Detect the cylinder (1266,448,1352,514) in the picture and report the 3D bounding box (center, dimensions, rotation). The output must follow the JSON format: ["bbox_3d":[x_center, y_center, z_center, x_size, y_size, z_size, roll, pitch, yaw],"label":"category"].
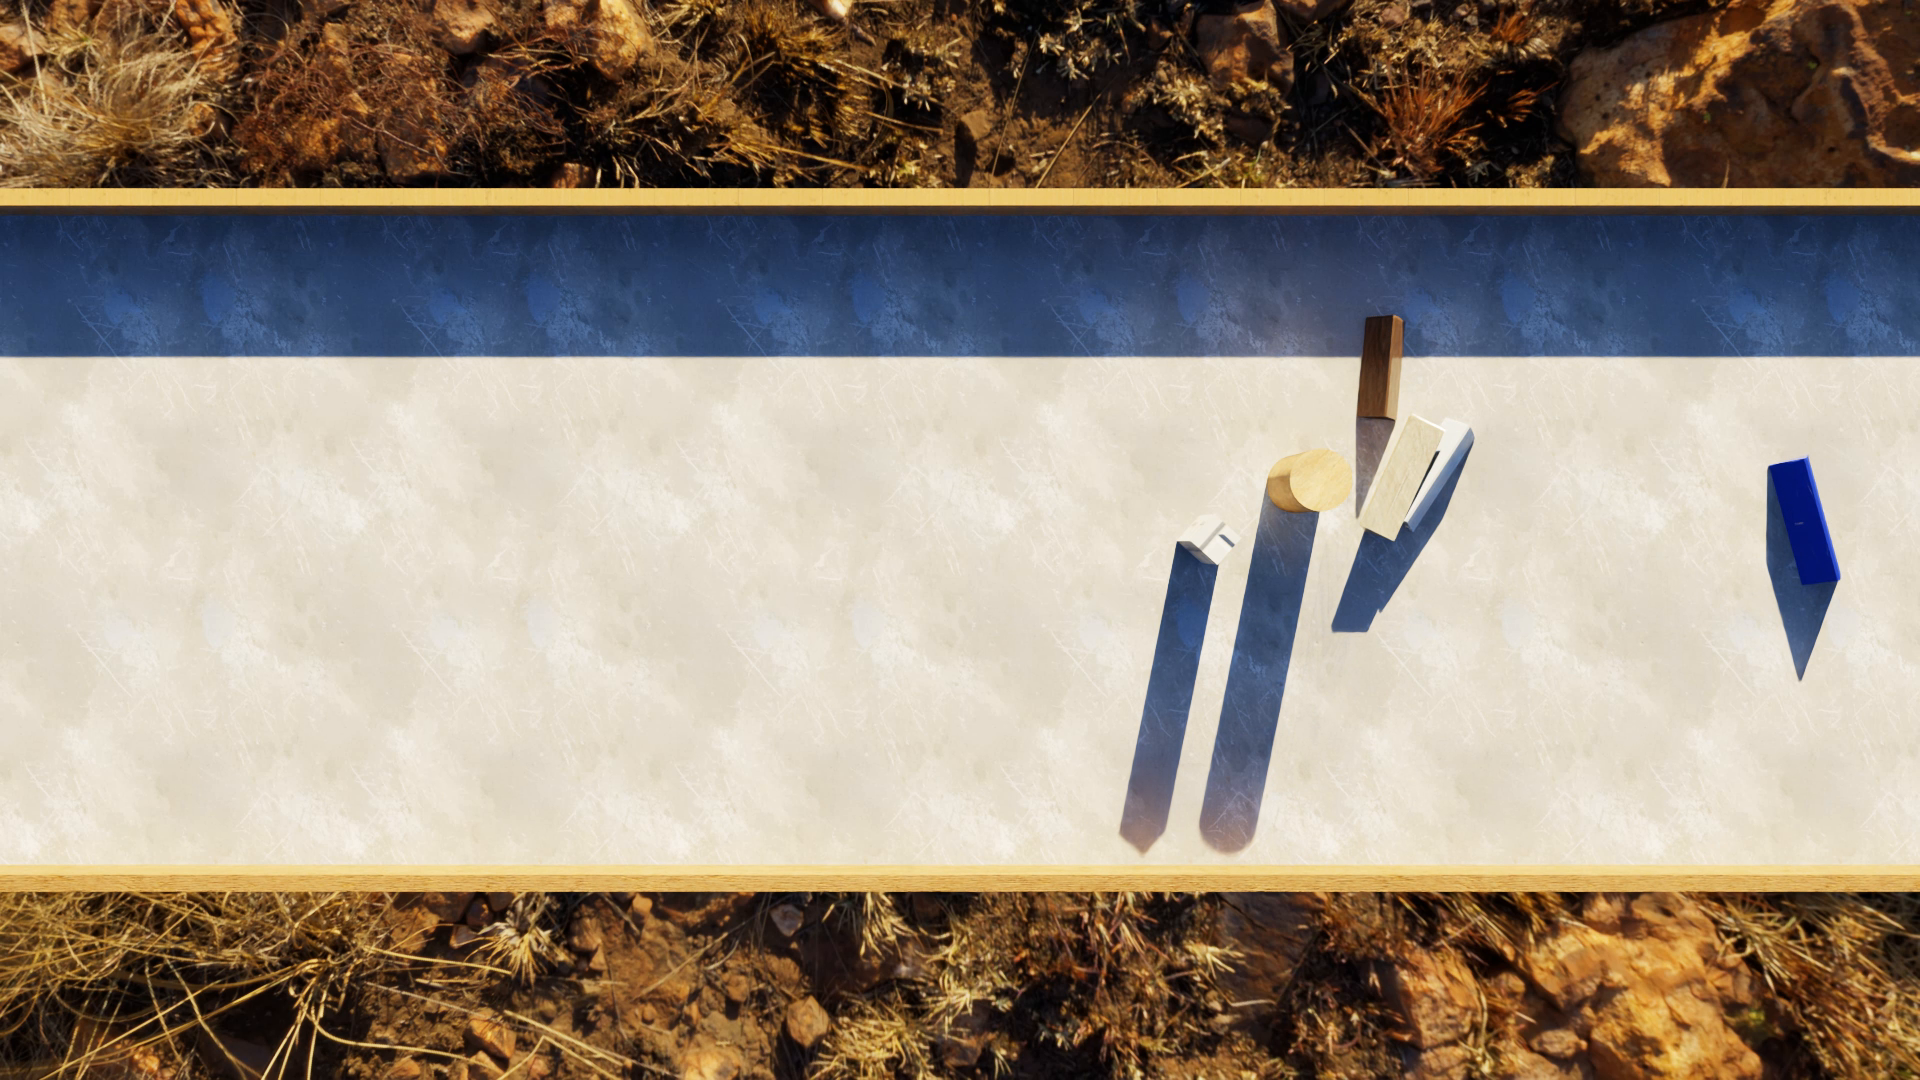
[{"bbox_3d":[1.034,-0.172,4.898,0.180,0.357,0.180,0,90,0],"label":"cylinder"}]

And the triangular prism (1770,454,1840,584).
[{"bbox_3d":[2.598,-0.062,5.021,0.122,0.106,0.382,-15,90,0],"label":"triangular prism"}]

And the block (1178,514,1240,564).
[{"bbox_3d":[0.741,-0.002,4.923,0.104,0.307,0.104,42,90,0],"label":"block"}]

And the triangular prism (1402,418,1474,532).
[{"bbox_3d":[1.443,-0.200,5.027,0.108,0.094,0.348,33,90,0],"label":"triangular prism"}]

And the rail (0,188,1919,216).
[{"bbox_3d":[-2.247,-1.025,5.002,12.000,0.150,0.050,0,90,0],"label":"rail"}]

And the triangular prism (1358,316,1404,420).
[{"bbox_3d":[1.296,-0.525,5.022,0.120,0.104,0.307,5,90,0],"label":"triangular prism"}]

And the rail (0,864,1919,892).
[{"bbox_3d":[-2.247,1.025,5.001,12.000,0.150,0.050,0,90,0],"label":"rail"}]

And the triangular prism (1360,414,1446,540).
[{"bbox_3d":[1.320,-0.197,4.998,0.103,0.119,0.373,25,90,-37],"label":"triangular prism"}]
